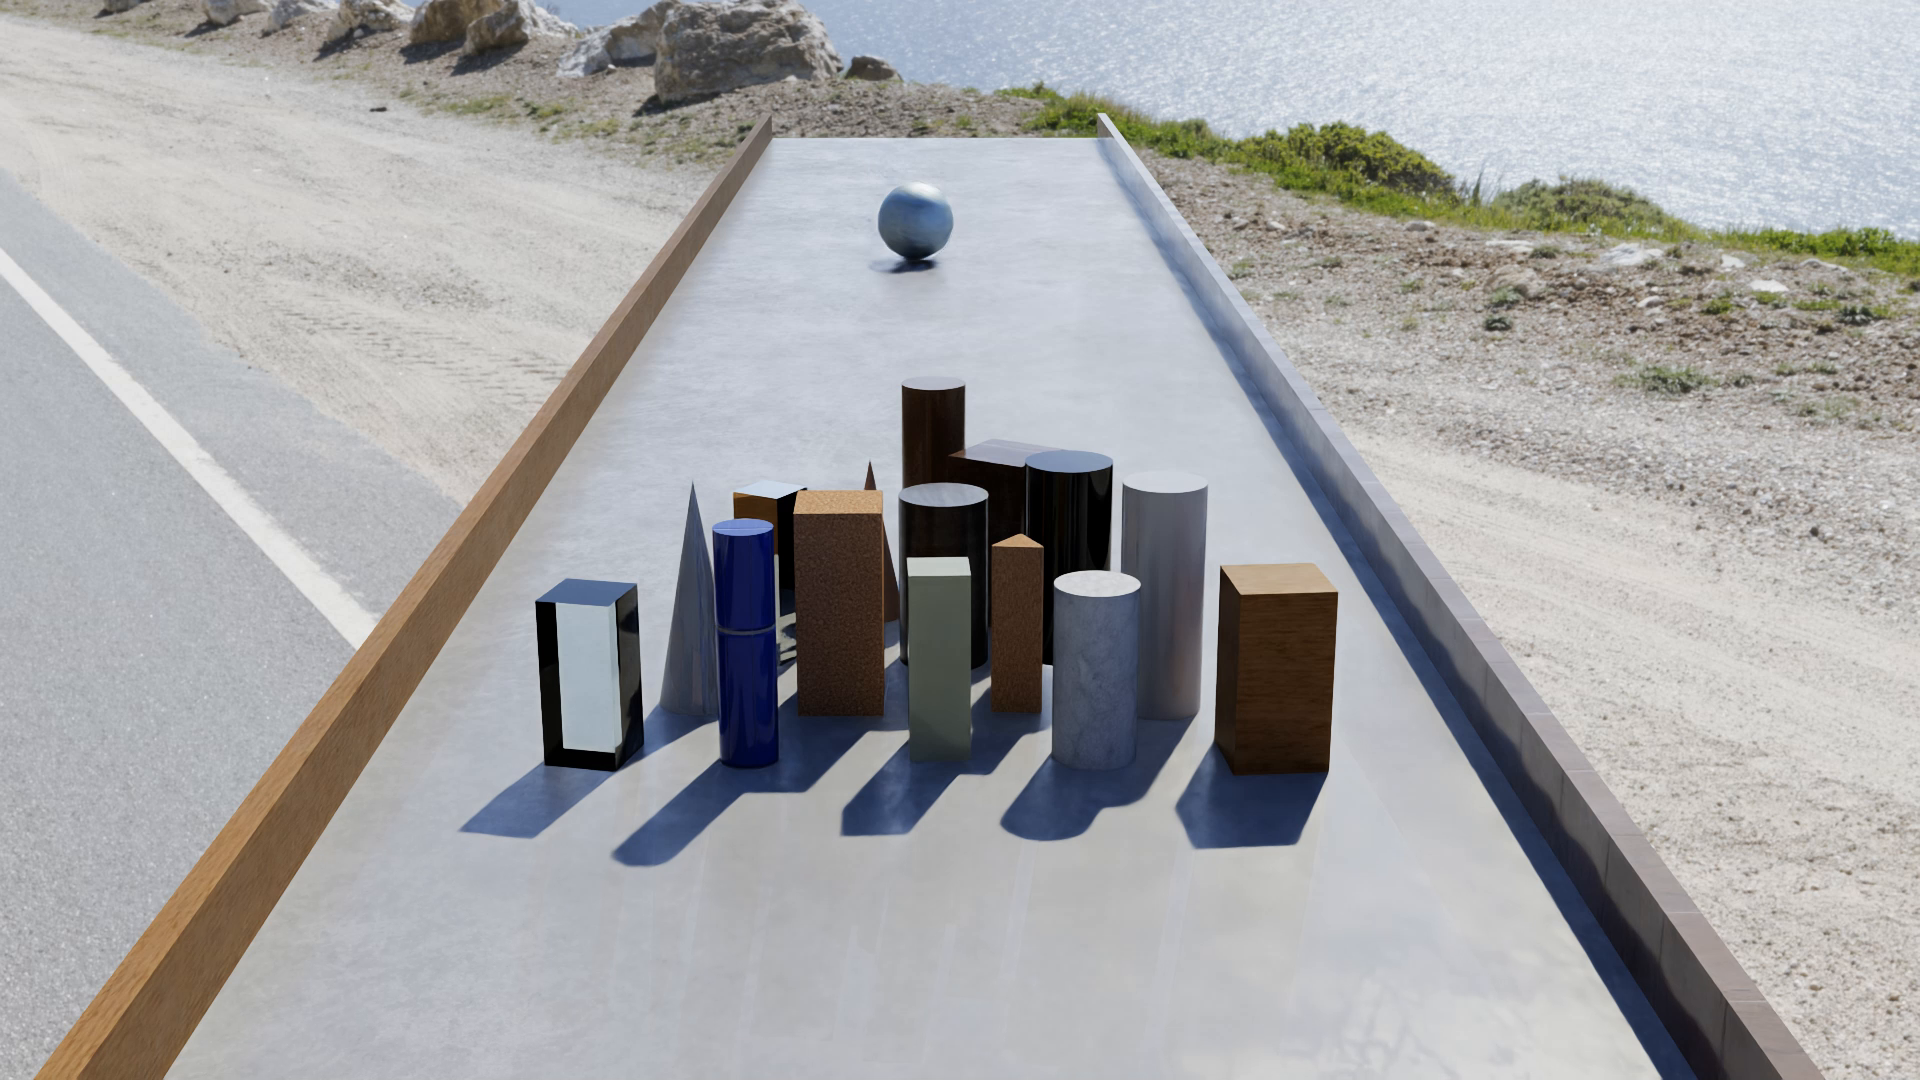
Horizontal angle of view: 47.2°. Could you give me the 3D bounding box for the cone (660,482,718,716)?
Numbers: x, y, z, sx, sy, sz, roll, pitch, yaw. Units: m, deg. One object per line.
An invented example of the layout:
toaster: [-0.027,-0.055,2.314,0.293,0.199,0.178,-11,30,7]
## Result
cone: [-0.495,0.097,4.131,0.156,0.438,0.156,0,17,0]

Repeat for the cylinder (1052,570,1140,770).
cylinder: [0.240,0.230,3.891,0.152,0.321,0.152,0,17,0]

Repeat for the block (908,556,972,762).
block: [-0.038,0.212,3.909,0.108,0.345,0.108,-1,17,-2]

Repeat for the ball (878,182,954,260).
ball: [-0.184,-1.325,9.129,0.316,0.316,0.316,0,17,0]

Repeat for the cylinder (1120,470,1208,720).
cylinder: [0.378,0.103,4.109,0.157,0.439,0.157,0,17,0]

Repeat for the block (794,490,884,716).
block: [-0.225,0.118,4.139,0.160,0.394,0.160,0,17,-1]

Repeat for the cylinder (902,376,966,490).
cylinder: [-0.058,-0.128,4.867,0.141,0.450,0.141,0,17,0]

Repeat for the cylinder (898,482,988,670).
cylinder: [-0.032,0.074,4.380,0.178,0.341,0.178,0,17,0]

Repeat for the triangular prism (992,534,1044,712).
triangular prism: [0.110,0.156,4.131,0.095,0.325,0.082,2,17,5]

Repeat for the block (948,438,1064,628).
block: [0.097,-0.012,4.642,0.177,0.357,0.177,10,19,31]

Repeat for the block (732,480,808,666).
block: [-0.376,0.065,4.403,0.105,0.346,0.105,9,19,29]

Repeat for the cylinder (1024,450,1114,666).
cylinder: [0.216,0.036,4.405,0.176,0.400,0.176,0,17,0]

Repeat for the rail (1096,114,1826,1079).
rail: [0.932,-0.844,7.801,0.050,0.150,12.000,0,17,-1]

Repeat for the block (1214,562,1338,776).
block: [0.555,0.226,3.884,0.170,0.332,0.170,-2,17,-5]

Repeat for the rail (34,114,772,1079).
rail: [-1.118,-0.838,7.780,0.050,0.150,12.000,0,17,-1]

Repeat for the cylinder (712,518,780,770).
cylinder: [-0.375,0.184,3.856,0.106,0.430,0.106,0,17,0]

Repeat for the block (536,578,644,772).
block: [-0.653,0.238,3.892,0.135,0.306,0.135,4,17,13]

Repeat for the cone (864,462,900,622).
cone: [-0.188,-0.007,4.649,0.135,0.343,0.135,0,17,0]
